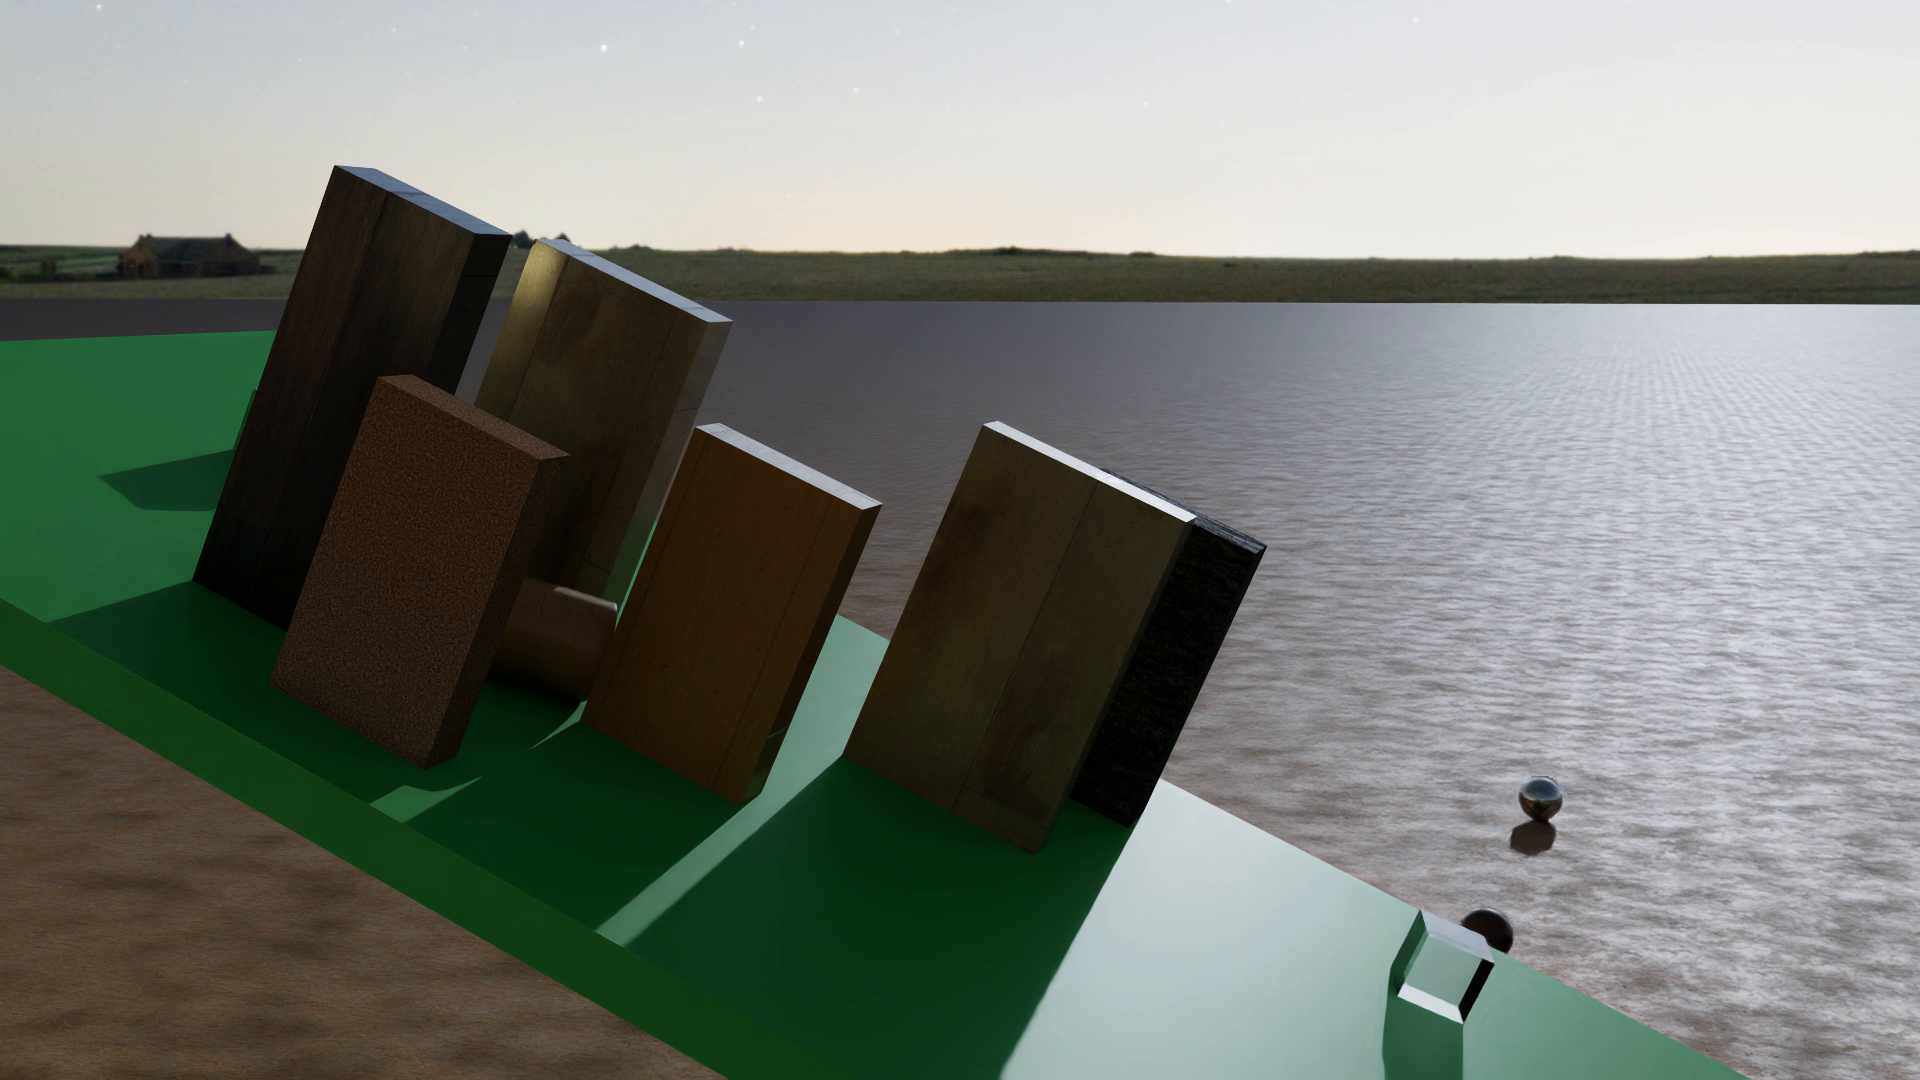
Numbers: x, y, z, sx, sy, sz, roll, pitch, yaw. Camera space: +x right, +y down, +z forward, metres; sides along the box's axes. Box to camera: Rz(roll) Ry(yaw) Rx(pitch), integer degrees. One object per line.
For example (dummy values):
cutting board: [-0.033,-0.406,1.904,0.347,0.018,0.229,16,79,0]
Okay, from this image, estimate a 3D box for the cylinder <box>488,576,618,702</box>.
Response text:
cylinder: [-0.748,0.176,3.996,0.191,0.191,0.191,19,1,-19]

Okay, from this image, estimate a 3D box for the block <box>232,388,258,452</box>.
block: [-1.392,-0.218,4.571,0.141,0.141,0.141,31,15,29]

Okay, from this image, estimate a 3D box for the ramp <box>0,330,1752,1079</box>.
ramp: [-0.283,0.491,4.181,4.000,0.100,2.000,26,13,13]

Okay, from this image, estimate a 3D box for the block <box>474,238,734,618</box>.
block: [-0.762,-0.193,4.327,0.393,0.691,0.121,26,13,13]

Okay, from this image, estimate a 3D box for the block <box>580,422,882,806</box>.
block: [-0.409,0.130,3.892,0.335,0.581,0.105,26,13,13]

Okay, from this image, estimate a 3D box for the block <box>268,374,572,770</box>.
block: [-0.866,0.050,3.512,0.306,0.545,0.100,26,13,13]

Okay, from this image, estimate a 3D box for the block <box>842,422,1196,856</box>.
block: [0.108,0.189,4.241,0.429,0.716,0.102,26,13,13]

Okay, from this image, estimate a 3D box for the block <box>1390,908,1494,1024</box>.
block: [0.954,0.844,4.359,0.140,0.140,0.140,23,13,0]

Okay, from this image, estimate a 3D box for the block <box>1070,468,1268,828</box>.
block: [0.330,0.224,4.642,0.384,0.642,0.150,26,13,13]

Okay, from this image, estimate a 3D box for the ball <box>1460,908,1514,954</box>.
ball: [1.414,1.065,5.919,0.147,0.147,0.147,0,7,0]

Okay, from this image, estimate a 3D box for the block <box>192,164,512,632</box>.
block: [-1.047,-0.223,3.773,0.285,0.775,0.125,26,13,13]

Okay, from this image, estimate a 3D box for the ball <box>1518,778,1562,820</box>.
ball: [1.973,0.880,7.471,0.145,0.145,0.145,0,7,0]
